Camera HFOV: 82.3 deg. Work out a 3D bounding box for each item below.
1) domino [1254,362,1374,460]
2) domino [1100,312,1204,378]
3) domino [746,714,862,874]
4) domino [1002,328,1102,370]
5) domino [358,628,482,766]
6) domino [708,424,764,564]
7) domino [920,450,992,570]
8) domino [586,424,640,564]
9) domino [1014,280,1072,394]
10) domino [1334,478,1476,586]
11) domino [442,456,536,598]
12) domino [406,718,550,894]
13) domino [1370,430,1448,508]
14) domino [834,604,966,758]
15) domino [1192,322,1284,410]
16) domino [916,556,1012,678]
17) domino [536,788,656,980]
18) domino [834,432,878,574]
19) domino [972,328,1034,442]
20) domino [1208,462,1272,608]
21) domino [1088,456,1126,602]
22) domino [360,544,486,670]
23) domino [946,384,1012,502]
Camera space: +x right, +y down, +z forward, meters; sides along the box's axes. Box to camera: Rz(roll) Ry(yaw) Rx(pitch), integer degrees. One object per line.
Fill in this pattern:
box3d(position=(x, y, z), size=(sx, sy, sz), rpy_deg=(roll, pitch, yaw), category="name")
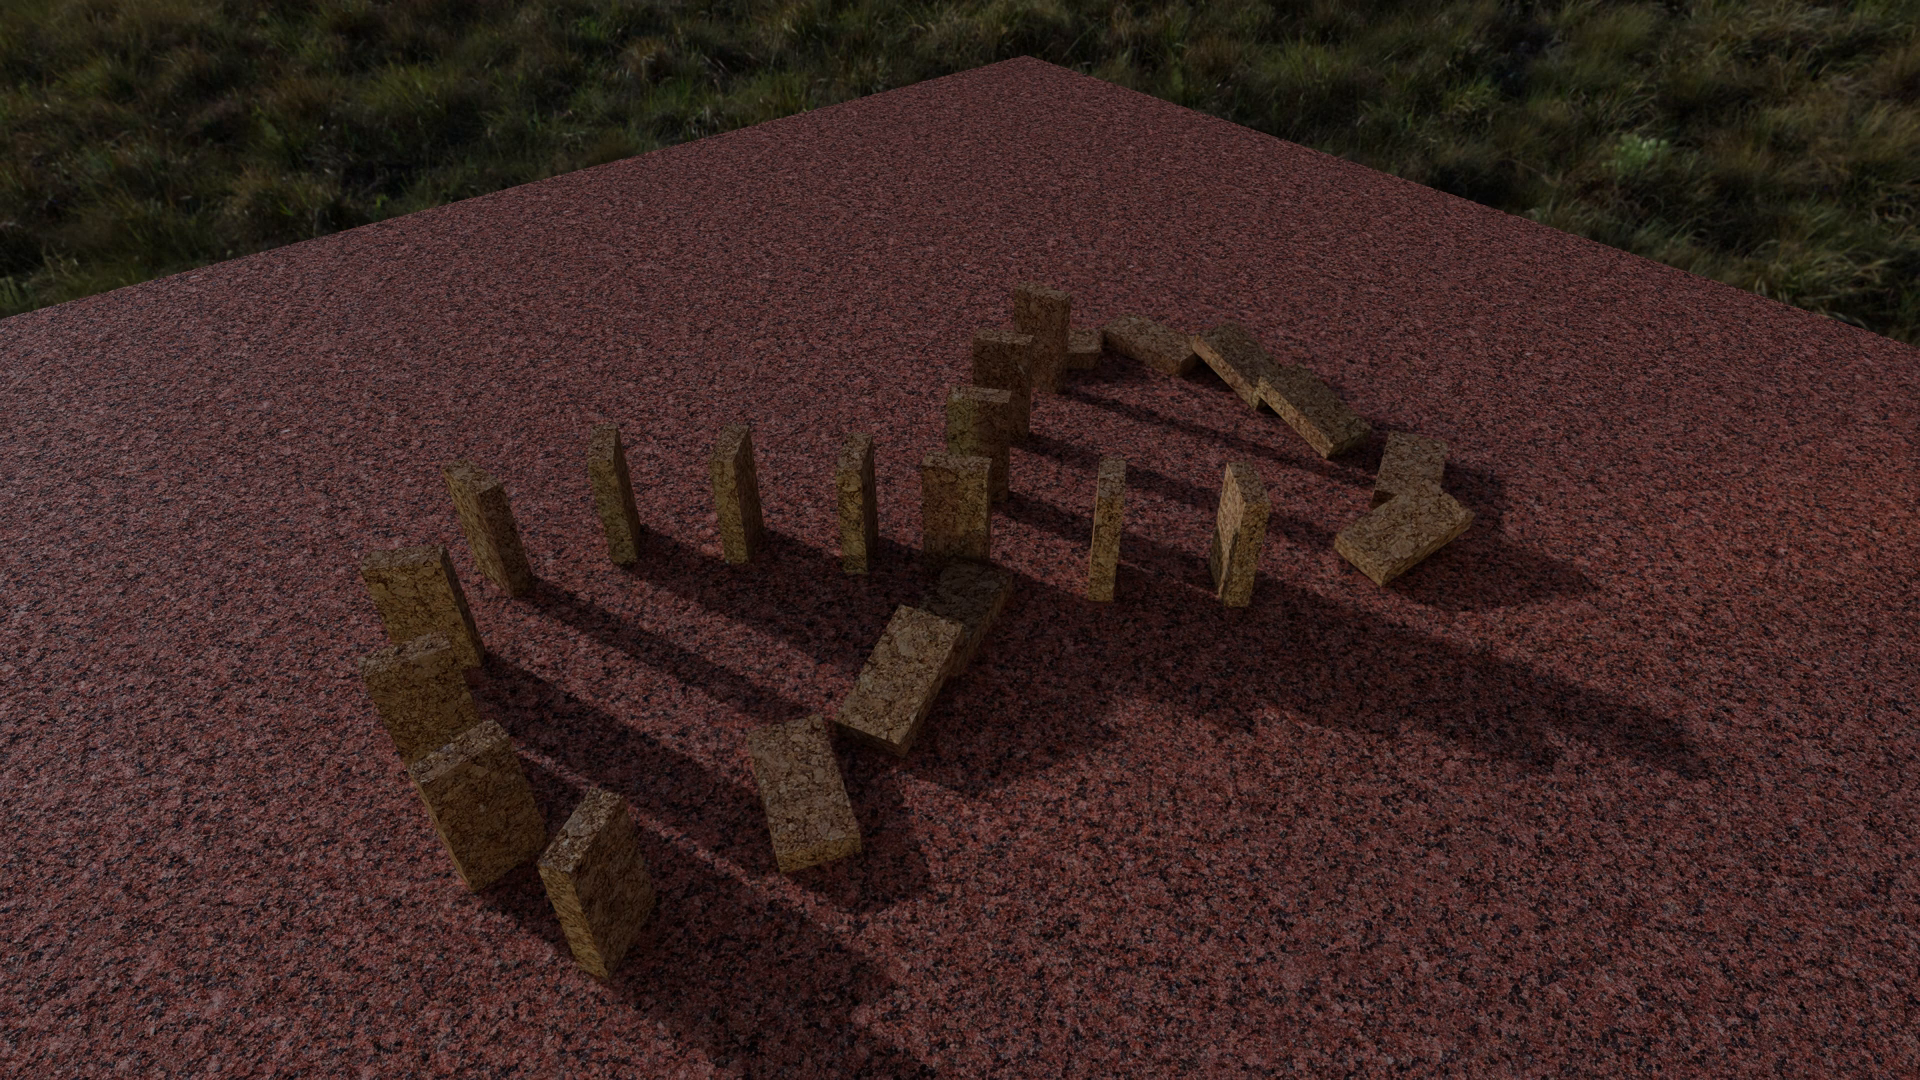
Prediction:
box3d(position=(0.163, -0.060, 0.509), size=(0.025, 0.010, 0.050), rpy_deg=(-21, 55, -23), category="domino")
box3d(position=(0.100, -0.101, 0.567), size=(0.050, 0.010, 0.025), rpy_deg=(31, 48, 32), category="domino")
box3d(position=(-0.050, 0.079, 0.347), size=(0.025, 0.010, 0.050), rpy_deg=(-13, 41, -15), category="domino")
box3d(position=(0.046, -0.098, 0.563), size=(0.050, 0.010, 0.025), rpy_deg=(-2, 39, -2), category="domino")
box3d(position=(-0.167, 0.053, 0.347), size=(0.025, 0.050, 0.010), rpy_deg=(-21, 44, -24), category="domino")
box3d(position=(-0.088, -0.018, 0.433), size=(0.009, 0.050, 0.025), rpy_deg=(4, 39, 4), category="domino")
box3d(position=(-0.001, -0.010, 0.423), size=(0.025, 0.050, 0.010), rpy_deg=(8, 40, 10), category="domino")
box3d(position=(-0.136, -0.018, 0.433), size=(0.009, 0.050, 0.025), rpy_deg=(-6, 40, -8), category="domino")
box3d(position=(0.039, -0.097, 0.530), size=(0.025, 0.050, 0.010), rpy_deg=(22, 44, 24), category="domino")
box3d(position=(0.178, -0.004, 0.440), size=(0.050, 0.010, 0.025), rpy_deg=(-29, 52, -18), category="domino")
box3d(position=(-0.178, -0.004, 0.417), size=(0.025, 0.050, 0.009), rpy_deg=(28, 47, 30), category="domino")
box3d(position=(-0.138, 0.077, 0.317), size=(0.010, 0.050, 0.025), rpy_deg=(32, 49, 33), category="domino")
box3d(position=(0.196, -0.029, 0.478), size=(0.025, 0.010, 0.050), rpy_deg=(16, 42, 18), category="domino")
box3d(position=(-0.020, 0.047, 0.377), size=(0.025, 0.010, 0.050), rpy_deg=(16, 55, 19), category="domino")
box3d(position=(0.140, -0.086, 0.541), size=(0.025, 0.009, 0.050), rpy_deg=(-21, 55, -23), category="domino")
box3d(position=(-0.002, 0.028, 0.409), size=(0.025, 0.010, 0.050), rpy_deg=(16, 42, 19), category="domino")
box3d(position=(-0.097, 0.093, 0.297), size=(0.009, 0.050, 0.025), rpy_deg=(12, 41, 14), category="domino")
box3d(position=(-0.040, -0.014, 0.428), size=(0.009, 0.050, 0.025), rpy_deg=(4, 40, 5), category="domino")
box3d(position=(0.019, -0.070, 0.496), size=(0.025, 0.050, 0.010), rpy_deg=(11, 41, 13), category="domino")
box3d(position=(0.105, -0.002, 0.414), size=(0.010, 0.050, 0.025), rpy_deg=(-2, 39, -3), category="domino")
box3d(position=(0.055, -0.004, 0.416), size=(0.010, 0.050, 0.025), rpy_deg=(5, 40, 6), category="domino")
box3d(position=(-0.185, 0.025, 0.381), size=(0.025, 0.050, 0.009), rpy_deg=(-7, 40, -9), category="domino")
box3d(position=(0.008, -0.040, 0.460), size=(0.025, 0.050, 0.009), rpy_deg=(7, 40, 9), category="domino")
